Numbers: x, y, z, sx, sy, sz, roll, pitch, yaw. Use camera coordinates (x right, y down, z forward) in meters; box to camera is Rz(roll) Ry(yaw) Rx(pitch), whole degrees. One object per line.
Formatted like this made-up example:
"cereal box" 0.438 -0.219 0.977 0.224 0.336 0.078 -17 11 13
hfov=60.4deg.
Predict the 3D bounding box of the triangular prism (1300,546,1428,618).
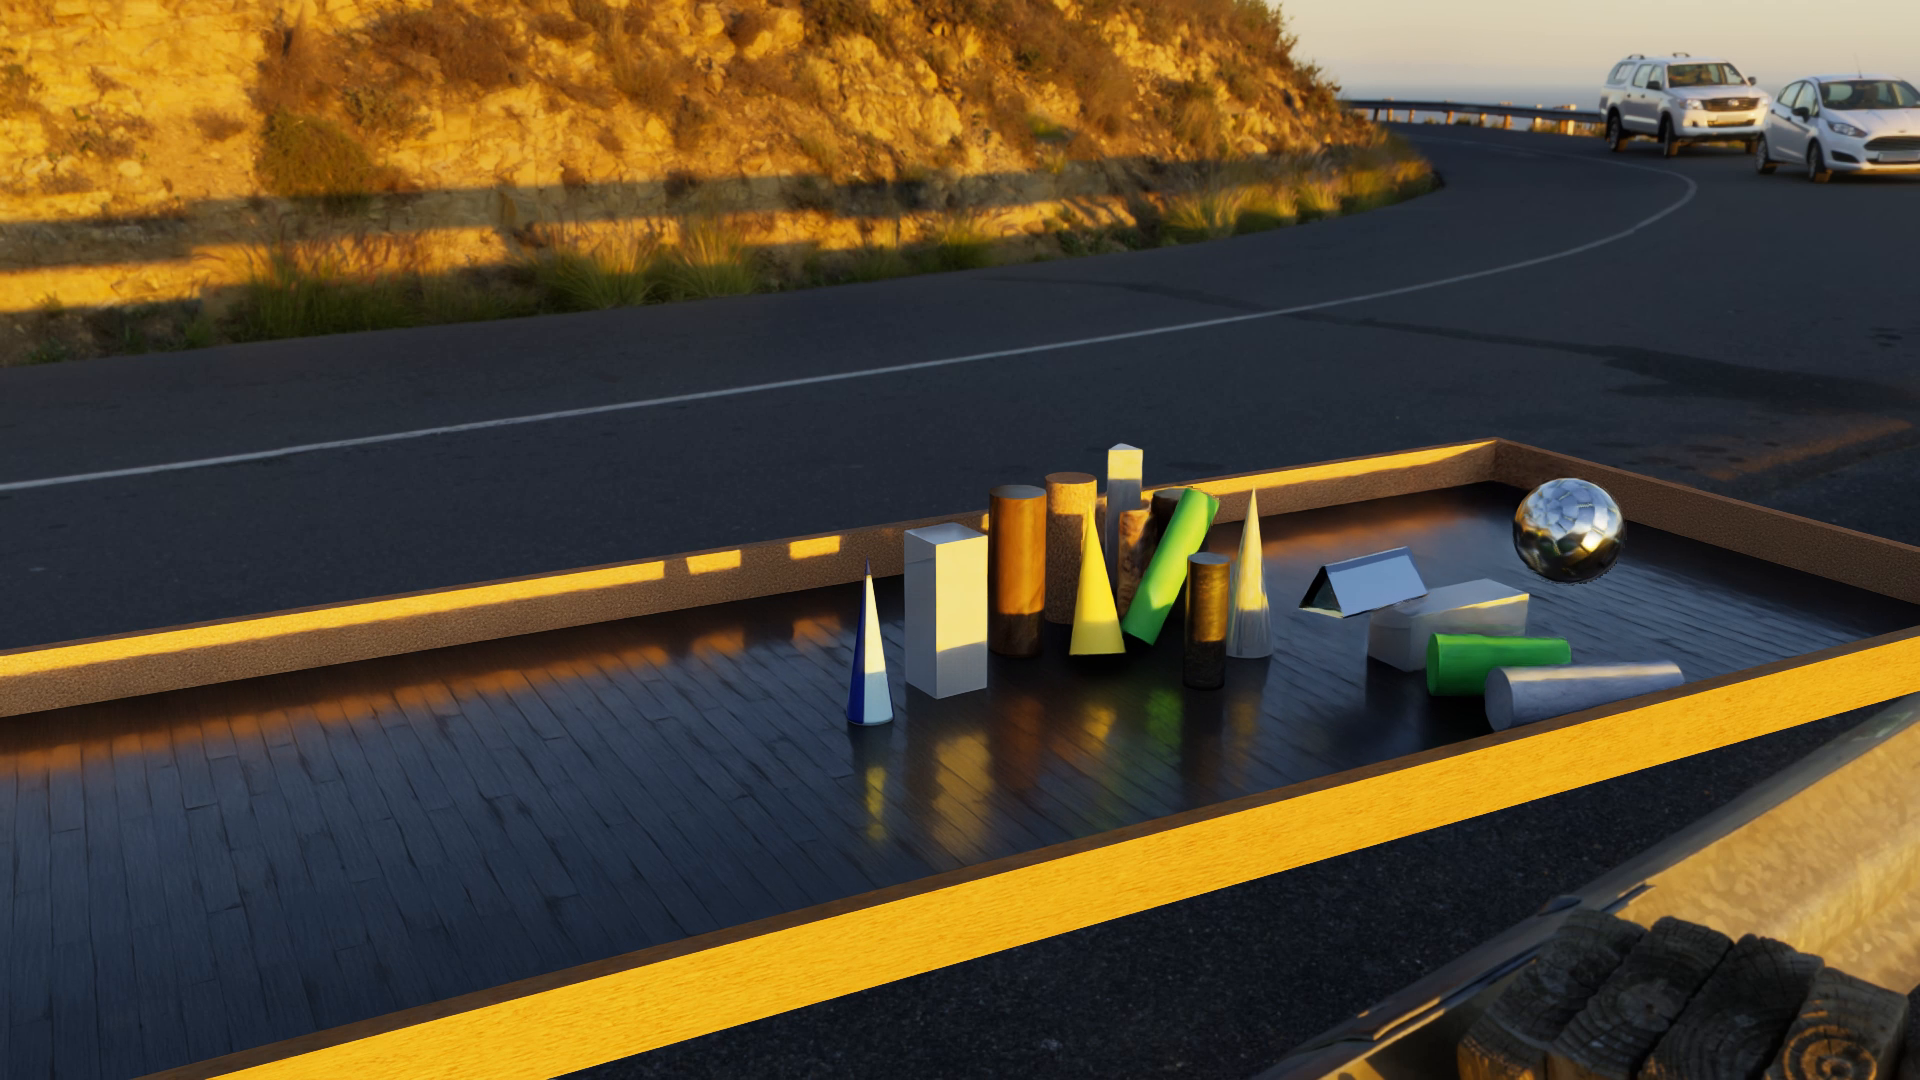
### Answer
"triangular prism" 1.043 0.099 4.241 0.355 0.120 0.138 -10 16 -39

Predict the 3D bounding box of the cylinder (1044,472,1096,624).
"cylinder" 0.303 0.022 4.574 0.141 0.399 0.141 0 16 0

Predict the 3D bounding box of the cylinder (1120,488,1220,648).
"cylinder" 0.554 0.075 4.389 0.103 0.427 0.103 26 -11 5

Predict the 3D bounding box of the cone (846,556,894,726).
"cone" -0.214 0.225 3.870 0.115 0.405 0.115 0 16 0

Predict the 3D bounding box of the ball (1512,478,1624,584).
"ball" 1.591 -0.024 4.316 0.277 0.277 0.277 0 16 0

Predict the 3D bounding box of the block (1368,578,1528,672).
"block" 1.284 0.221 4.338 0.406 0.149 0.149 -8 18 -27

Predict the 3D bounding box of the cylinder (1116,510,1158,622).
"cylinder" 0.480 0.084 4.484 0.104 0.315 0.104 3 -8 0

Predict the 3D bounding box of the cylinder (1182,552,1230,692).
"cylinder" 0.610 0.202 4.086 0.105 0.328 0.105 0 16 0

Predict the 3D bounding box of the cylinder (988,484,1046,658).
"cylinder" 0.149 0.081 4.317 0.149 0.429 0.149 0 16 0

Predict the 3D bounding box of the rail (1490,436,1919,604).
"rail" 2.466 -0.048 5.253 0.050 0.150 2.100 -9 18 -27

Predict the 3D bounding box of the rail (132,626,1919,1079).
"rail" -2.336 1.006 1.665 12.000 0.150 0.050 -9 18 -27

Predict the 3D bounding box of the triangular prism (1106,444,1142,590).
"triangular prism" 0.472 -0.068 4.838 0.100 0.422 0.086 -1 16 -3

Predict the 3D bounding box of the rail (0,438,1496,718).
"rail" -3.305 0.497 3.399 12.000 0.150 0.050 -9 18 -27

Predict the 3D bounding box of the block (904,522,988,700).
"block" -0.035 0.172 4.072 0.147 0.393 0.147 -10 19 -32

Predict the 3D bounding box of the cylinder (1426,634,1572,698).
"cylinder" 1.309 0.310 4.017 0.309 0.153 0.153 2 17 5

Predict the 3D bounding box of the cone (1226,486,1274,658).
"cone" 0.756 0.070 4.311 0.149 0.455 0.149 0 16 0

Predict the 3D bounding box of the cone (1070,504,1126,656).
"cone" 0.346 0.097 4.274 0.148 0.396 0.148 -3 -4 0

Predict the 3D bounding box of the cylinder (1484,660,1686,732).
"cylinder" 1.451 0.365 3.834 0.416 0.157 0.157 -2 16 -6

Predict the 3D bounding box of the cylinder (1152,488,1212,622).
"cylinder" 0.609 0.041 4.592 0.164 0.341 0.164 1 13 0
